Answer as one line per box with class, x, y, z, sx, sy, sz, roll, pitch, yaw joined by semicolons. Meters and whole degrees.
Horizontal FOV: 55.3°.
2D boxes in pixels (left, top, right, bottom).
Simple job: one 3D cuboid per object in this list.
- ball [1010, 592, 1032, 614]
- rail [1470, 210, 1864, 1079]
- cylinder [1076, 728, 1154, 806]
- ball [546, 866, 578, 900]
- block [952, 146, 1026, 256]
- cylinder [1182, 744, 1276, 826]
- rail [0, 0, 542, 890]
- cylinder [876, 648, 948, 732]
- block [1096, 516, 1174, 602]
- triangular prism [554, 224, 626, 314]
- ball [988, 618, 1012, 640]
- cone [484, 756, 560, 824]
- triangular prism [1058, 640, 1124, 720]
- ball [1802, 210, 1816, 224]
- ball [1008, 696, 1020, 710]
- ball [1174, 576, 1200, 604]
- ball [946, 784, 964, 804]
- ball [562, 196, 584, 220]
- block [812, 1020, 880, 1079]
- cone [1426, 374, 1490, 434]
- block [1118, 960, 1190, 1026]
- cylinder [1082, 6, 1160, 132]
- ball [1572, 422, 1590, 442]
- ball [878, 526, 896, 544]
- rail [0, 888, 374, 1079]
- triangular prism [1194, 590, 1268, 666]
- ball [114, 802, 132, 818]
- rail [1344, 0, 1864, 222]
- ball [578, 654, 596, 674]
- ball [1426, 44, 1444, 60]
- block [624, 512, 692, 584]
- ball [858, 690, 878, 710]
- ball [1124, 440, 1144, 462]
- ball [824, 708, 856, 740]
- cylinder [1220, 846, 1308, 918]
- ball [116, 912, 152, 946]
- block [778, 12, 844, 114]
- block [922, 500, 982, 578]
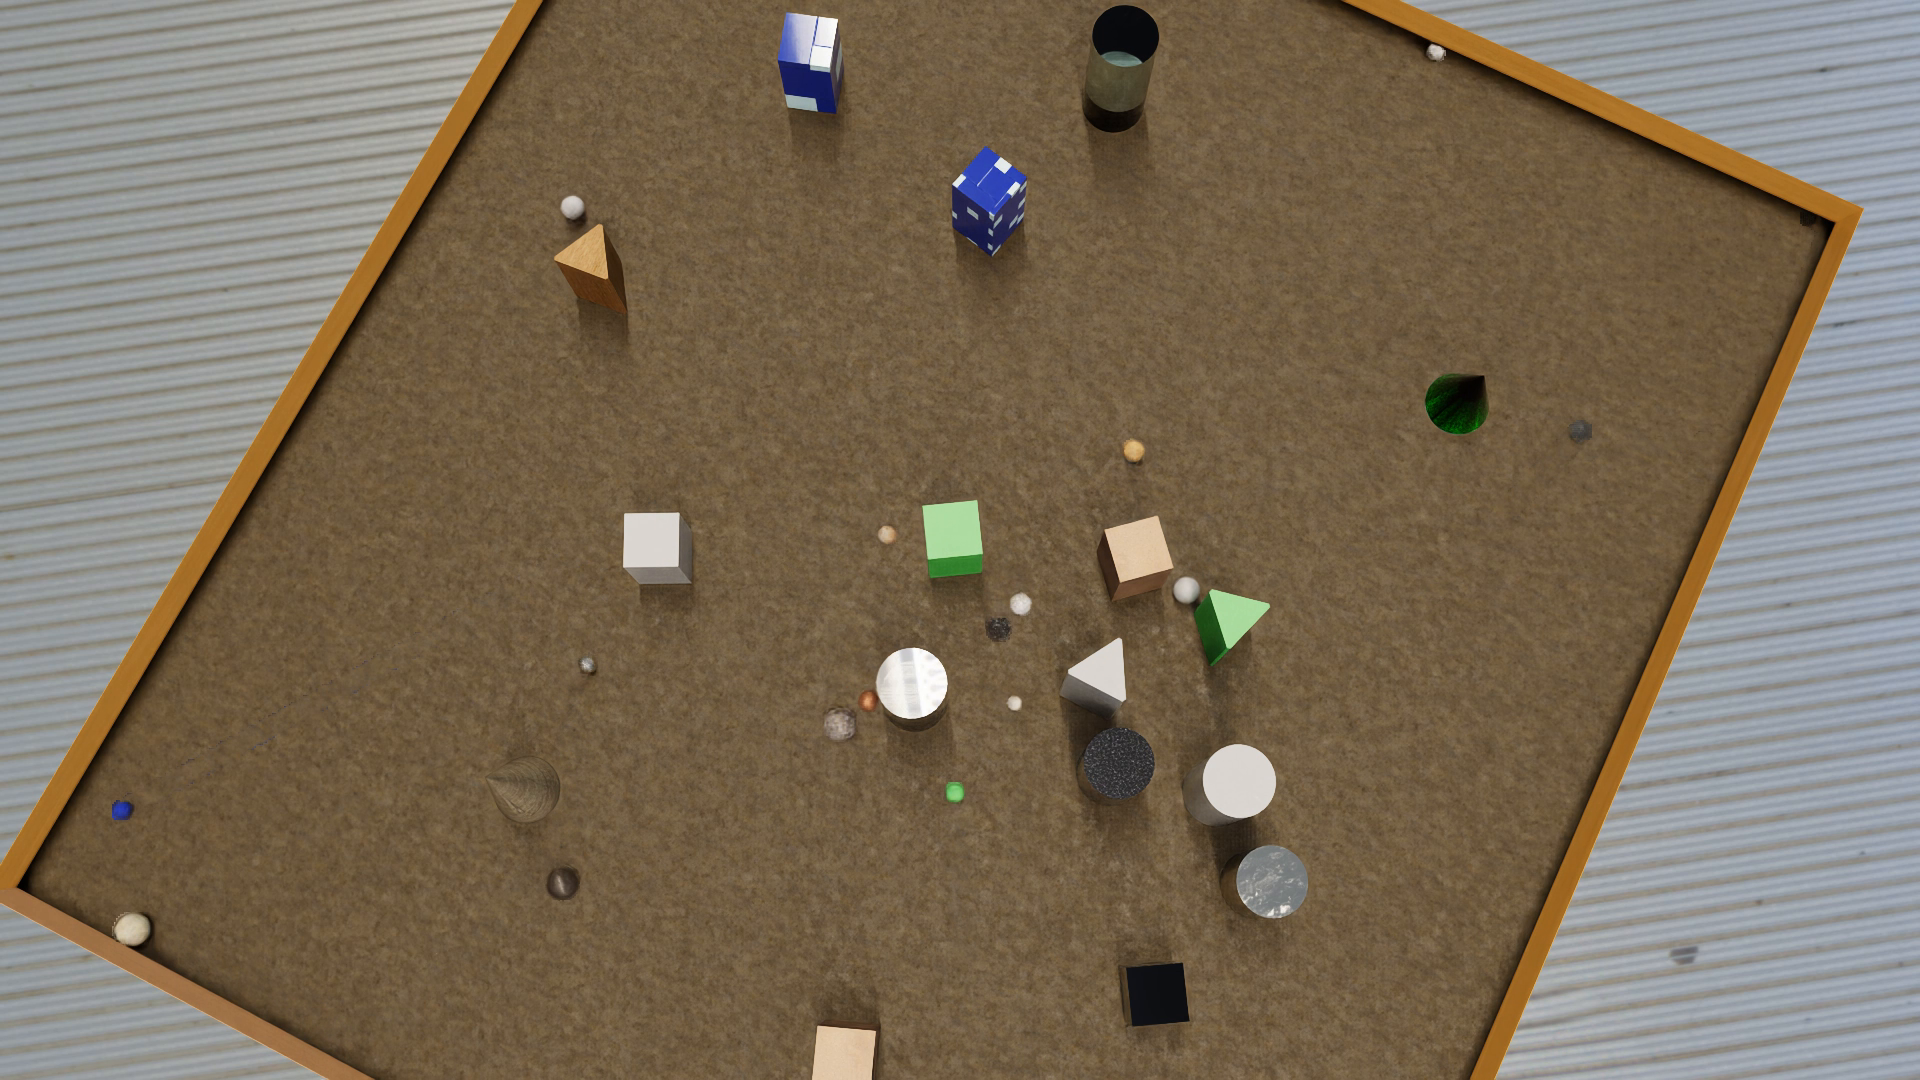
ball;0.183;0.193;5.543;0.066;0.066;0.066;0;78;0
rail;1.810;0.893;5.364;0.045;0.130;4.388;26;80;5
cylinder;0.446;0.659;5.304;0.199;0.345;0.199;0;78;0
ball;-1.164;1.003;5.361;0.094;0.094;0.094;0;78;0
block;0.089;-1.041;5.657;0.160;0.343;0.160;38;81;7
cylinder;0.763;0.705;5.231;0.199;0.469;0.199;0;78;0
rail;-1.810;-0.880;5.732;0.045;0.130;4.388;26;80;5
cylinder;-0.136;0.440;5.334;0.199;0.376;0.199;0;78;0
block;0.516;0.058;5.439;0.160;0.325;0.160;-15;79;-3
triangular prism;-1.102;-0.844;5.627;0.173;0.321;0.150;21;79;4
ball;0.120;0.267;5.526;0.070;0.070;0.070;0;78;0
cone;-1.291;0.693;5.219;0.199;0.497;0.199;0;78;0
triangular prism;0.408;0.386;5.286;0.173;0.490;0.150;27;80;5
ball;2.690;-1.021;5.806;0.043;0.043;0.043;0;78;0
ball;0.162;0.489;5.494;0.041;0.041;0.041;0;78;0
ball;0.685;0.152;5.544;0.082;0.082;0.082;0;78;0
ball;-0.015;0.751;5.432;0.056;0.056;0.056;0;78;0
ball;-1.225;-1.051;5.797;0.073;0.073;0.073;0;78;0
block;-0.316;1.445;5.150;0.160;0.328;0.160;5;78;1
cone;1.548;-0.455;5.556;0.199;0.302;0.199;0;78;0
block;0.550;1.290;5.222;0.160;0.251;0.160;-5;78;-1
cylinder;0.493;-1.453;5.680;0.199;0.465;0.199;0;78;0
ball;1.918;-0.334;5.657;0.057;0.057;0.057;0;78;0
ball;-0.222;-0.016;5.591;0.057;0.057;0.057;0;78;0
rail;-0.971;1.908;5.154;4.096;0.130;0.045;26;80;5
triangular prism;0.766;0.232;5.381;0.150;0.368;0.173;44;82;8
ball;-2.479;0.799;5.426;0.050;0.050;0.050;0;78;0
rail;0.971;-1.894;5.942;4.096;0.130;0.045;26;80;5
ball;-1.120;0.373;5.511;0.055;0.055;0.055;0;78;0
ball;1.534;-1.576;5.915;0.055;0.055;0.055;0;78;0
block;-0.899;0.027;5.473;0.160;0.270;0.160;-1;78;0
ball;-0.275;0.478;5.487;0.060;0.060;0.060;0;78;0
ball;0.535;-0.273;5.640;0.064;0.064;0.064;0;78;0
ball;-0.357;0.547;5.452;0.100;0.100;0.100;0;78;0
cylinder;0.866;0.981;5.244;0.199;0.331;0.199;0;78;0
ball;-2.406;1.134;5.333;0.096;0.096;0.096;0;78;0
block;-0.465;-1.494;5.757;0.160;0.330;0.160;8;78;2
block;-0.022;0.001;5.465;0.160;0.297;0.160;-6;78;-1
